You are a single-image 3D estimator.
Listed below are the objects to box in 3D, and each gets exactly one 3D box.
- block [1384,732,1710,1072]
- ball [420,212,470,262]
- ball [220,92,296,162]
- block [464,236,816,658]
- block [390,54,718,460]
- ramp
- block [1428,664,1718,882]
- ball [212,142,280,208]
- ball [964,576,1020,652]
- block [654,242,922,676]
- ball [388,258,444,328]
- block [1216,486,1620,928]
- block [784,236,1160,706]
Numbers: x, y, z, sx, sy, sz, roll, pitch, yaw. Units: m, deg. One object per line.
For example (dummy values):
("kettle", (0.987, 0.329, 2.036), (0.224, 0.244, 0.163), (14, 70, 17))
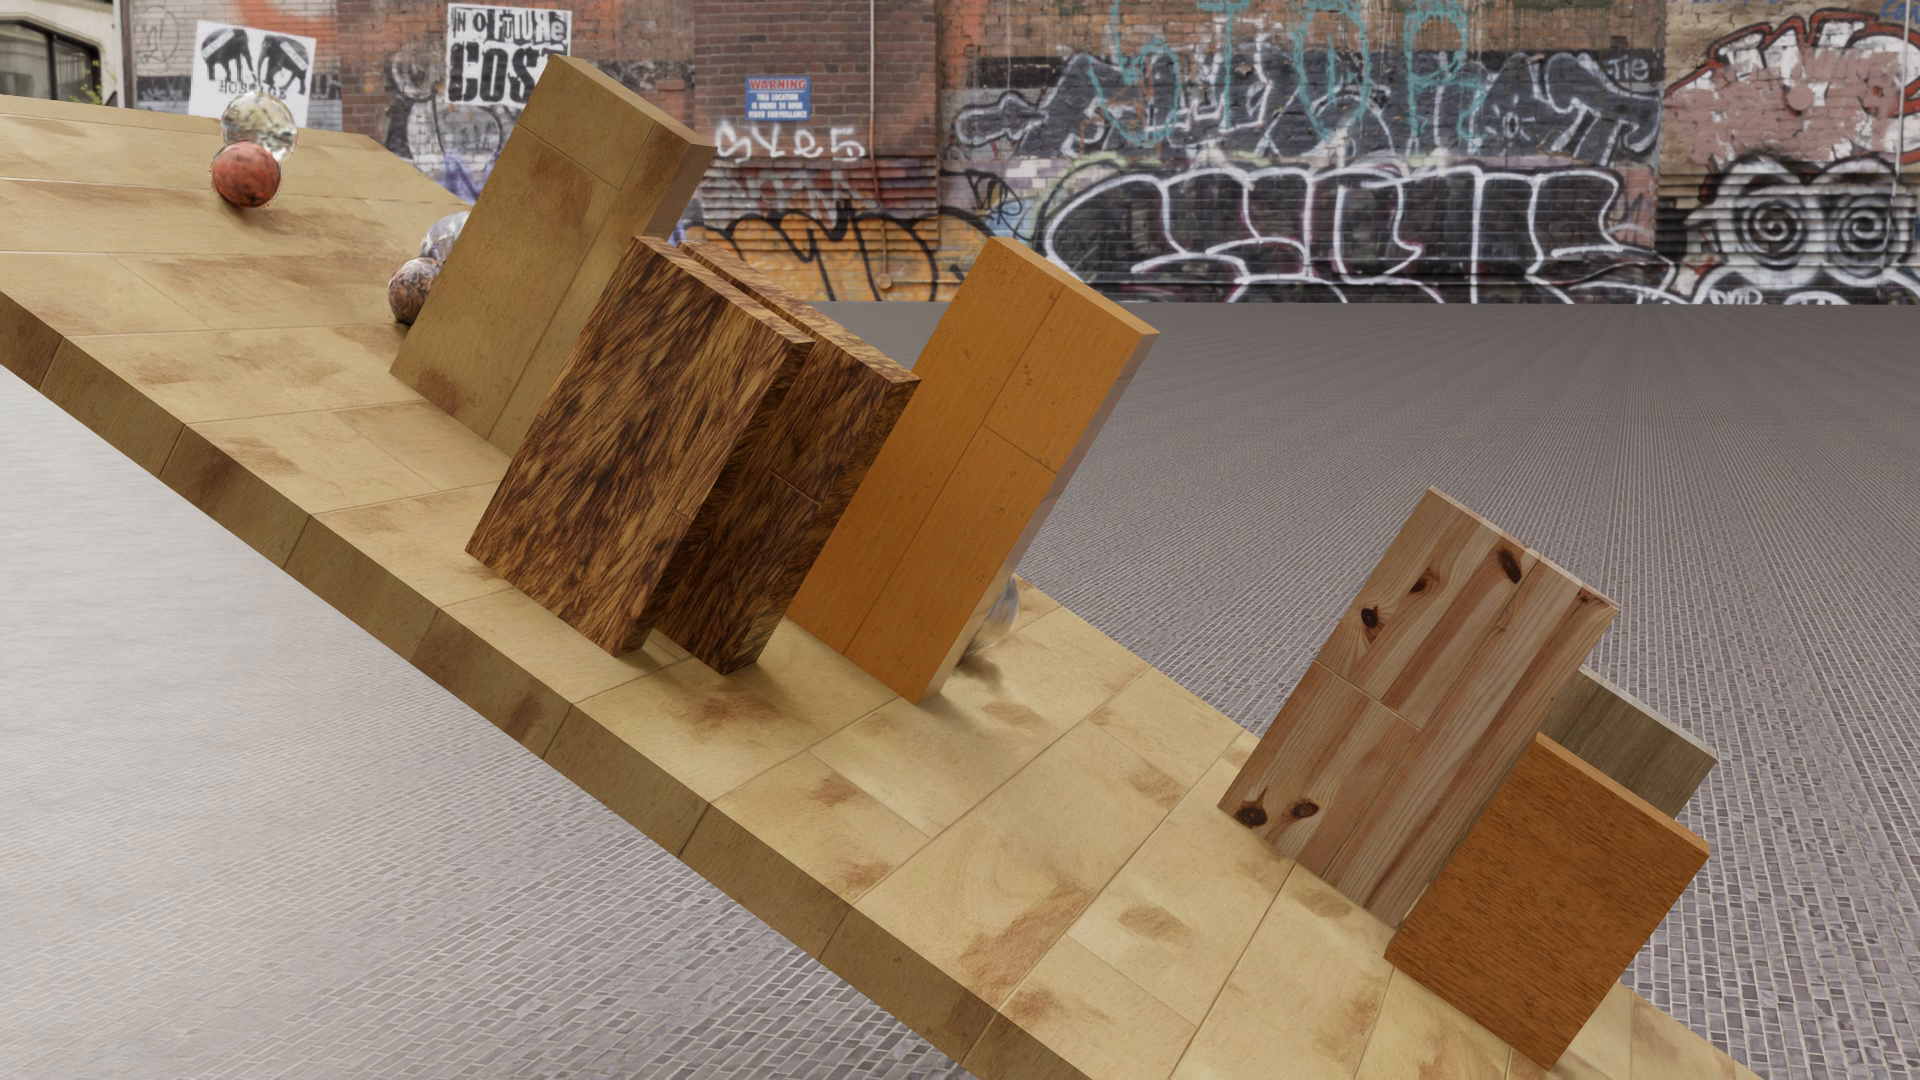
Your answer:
("block", (1.070, 0.662, 4.032), (0.357, 0.500, 0.096), (34, 15, 11))
("ball", (-1.025, -0.585, 4.567), (0.191, 0.191, 0.191), (0, 7, 0))
("ball", (-1.422, -0.834, 4.458), (0.147, 0.147, 0.147), (0, 7, 0))
("block", (-0.500, -0.143, 3.410), (0.303, 0.575, 0.095), (34, 15, 11))
("block", (-0.734, -0.500, 3.946), (0.306, 0.658, 0.117), (34, 15, 11))
("ramp", (-0.155, 0.257, 4.113), (4.000, 0.100, 2.000), (34, 15, 11))
("block", (1.231, 0.548, 4.615), (0.443, 0.554, 0.104), (34, 15, 11))
("ball", (-1.417, -0.724, 4.366), (0.130, 0.130, 0.130), (0, 7, 0))
("ball", (0.014, 0.117, 4.304), (0.204, 0.204, 0.204), (0, 7, 0))
("block", (-0.396, -0.136, 3.612), (0.422, 0.564, 0.142), (34, 15, 11))
("ball", (-1.042, -0.479, 4.283), (0.142, 0.142, 0.142), (0, 7, 0))
("block", (0.876, 0.324, 4.250), (0.415, 0.754, 0.084), (34, 15, 11))
("block", (0.007, -0.122, 3.933), (0.319, 0.781, 0.145), (34, 15, 11))
